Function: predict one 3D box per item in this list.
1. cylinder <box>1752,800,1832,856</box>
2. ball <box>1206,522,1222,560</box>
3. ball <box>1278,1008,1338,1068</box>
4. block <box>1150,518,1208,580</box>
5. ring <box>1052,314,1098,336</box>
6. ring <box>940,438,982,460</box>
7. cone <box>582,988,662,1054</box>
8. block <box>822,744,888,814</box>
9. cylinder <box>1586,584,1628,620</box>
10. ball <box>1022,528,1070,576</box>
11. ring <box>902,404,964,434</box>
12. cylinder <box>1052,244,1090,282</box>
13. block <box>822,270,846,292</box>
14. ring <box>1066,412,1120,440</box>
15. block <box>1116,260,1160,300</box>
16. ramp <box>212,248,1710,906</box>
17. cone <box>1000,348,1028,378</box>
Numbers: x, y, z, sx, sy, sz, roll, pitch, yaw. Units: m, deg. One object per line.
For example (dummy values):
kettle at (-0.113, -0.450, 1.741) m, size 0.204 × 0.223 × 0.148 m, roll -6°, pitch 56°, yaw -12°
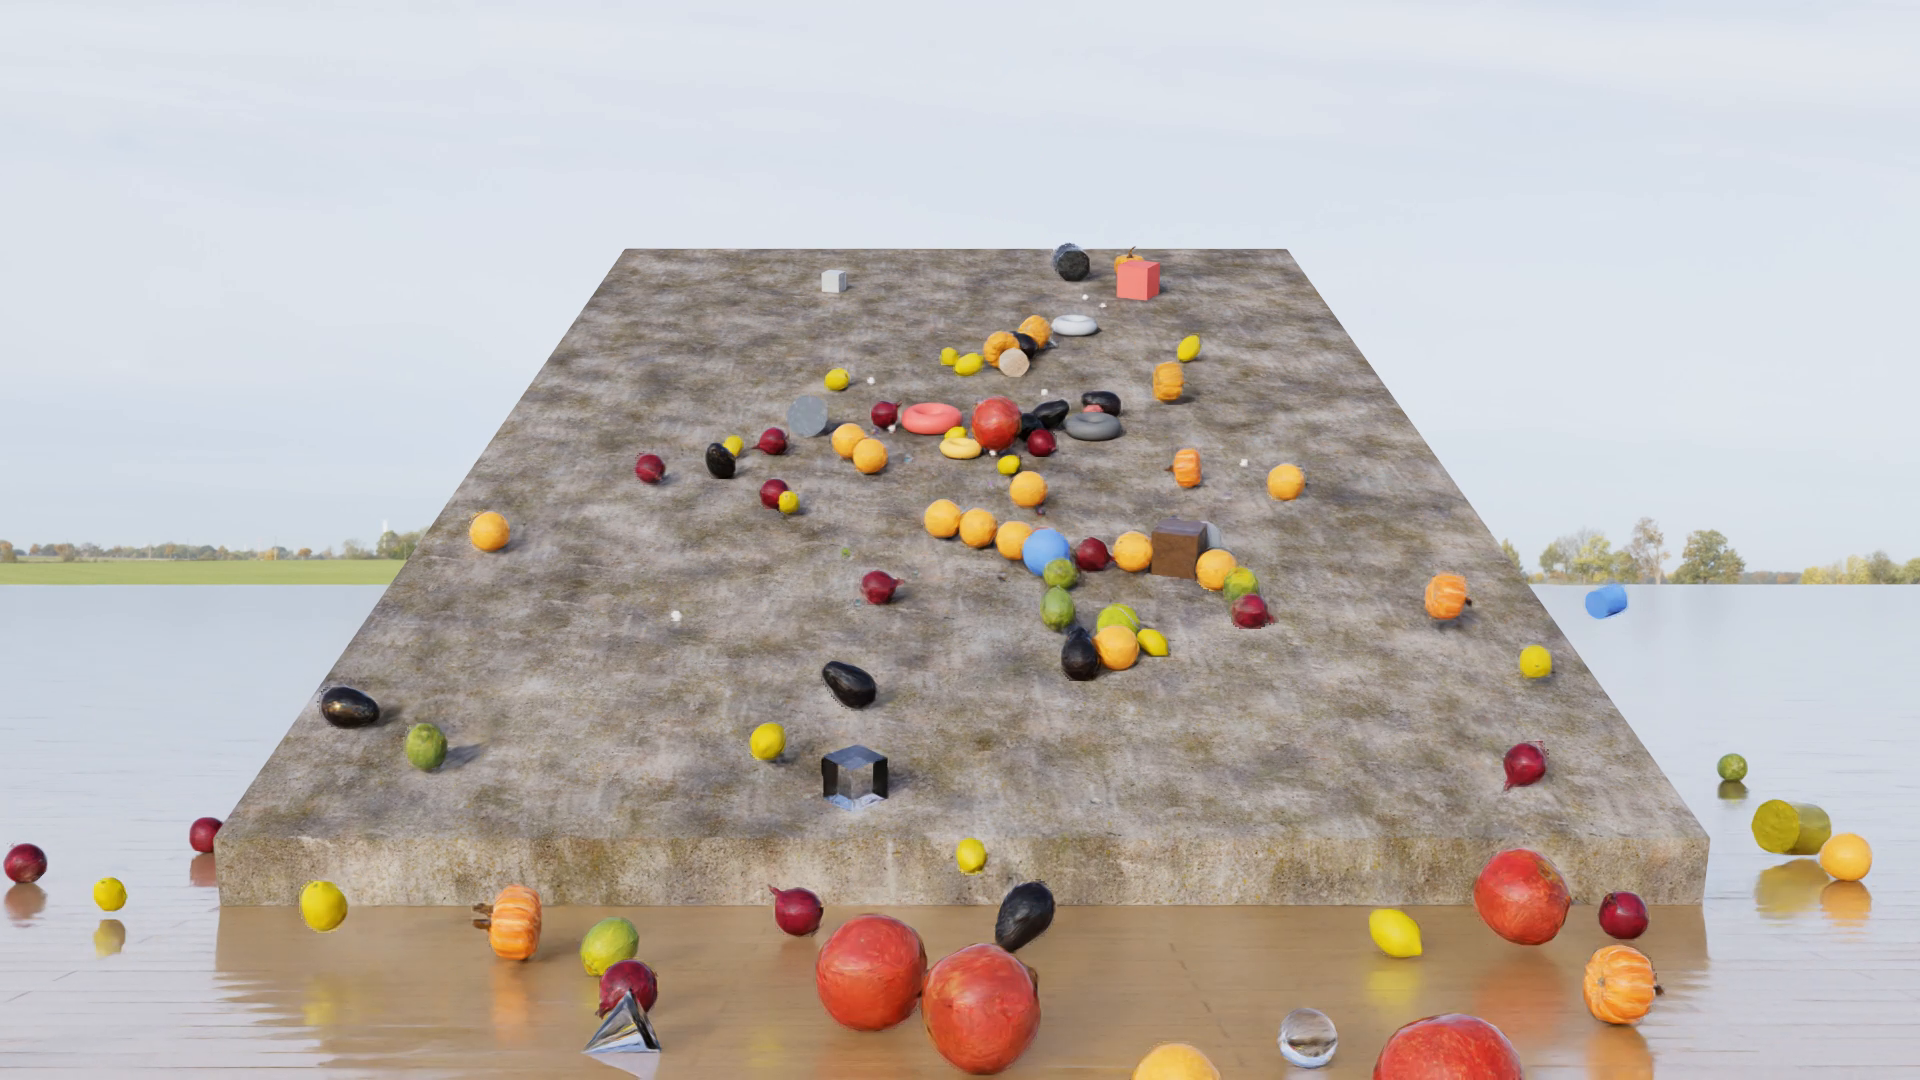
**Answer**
cylinder at (1.310, 0.453, 3.538) m, size 0.085 × 0.085 × 0.085 m, roll 9°, pitch -6°, yaw -35°
ball at (0.440, 0.001, 4.069) m, size 0.070 × 0.070 × 0.070 m, roll 0°, pitch -1°, yaw 0°
ball at (0.313, 0.449, 2.026) m, size 0.054 × 0.054 × 0.054 m, roll 0°, pitch -1°, yaw 0°
block at (0.391, 0.016, 4.007) m, size 0.081 × 0.081 × 0.081 m, roll 6°, pitch 20°, yaw 18°
ring at (0.293, -0.549, 5.747) m, size 0.116 × 0.039 × 0.116 m, roll 1°, pitch 18°, yaw 0°
ring at (0.002, -0.192, 4.702) m, size 0.088 × 0.029 × 0.088 m, roll 4°, pitch 18°, yaw -1°
cone at (-0.323, 0.463, 2.095) m, size 0.066 × 0.066 × 0.066 m, roll -27°, pitch 3°, yaw -8°
block at (-0.145, 0.329, 3.104) m, size 0.064 × 0.064 × 0.064 m, roll -16°, pitch 24°, yaw -39°
cylinder at (1.138, 0.108, 3.954) m, size 0.052 × 0.052 × 0.052 m, roll -16°, pitch 8°, yaw -32°
ball at (0.153, 0.022, 3.981) m, size 0.085 × 0.085 × 0.085 m, roll 0°, pitch -1°, yaw 0°
ring at (-0.060, -0.263, 4.890) m, size 0.135 × 0.045 × 0.135 m, roll 0°, pitch 20°, yaw 0°
cylinder at (0.315, -0.786, 6.363) m, size 0.094 × 0.094 × 0.094 m, roll 0°, pitch 19°, yaw -6°
block at (-0.349, -0.717, 6.221) m, size 0.051 × 0.051 × 0.051 m, roll 7°, pitch 20°, yaw 20°
ring at (0.286, -0.245, 4.845) m, size 0.120 × 0.040 × 0.120 m, roll -1°, pitch 20°, yaw 0°
block at (0.489, -0.713, 6.156) m, size 0.088 × 0.088 × 0.088 m, roll 9°, pitch 21°, yaw 25°
ramp at (-0.004, -0.194, 4.910) m, size 2.000 × 0.100 × 4.000 m, roll 0°, pitch 19°, yaw 0°
cone at (0.122, -0.414, 5.358) m, size 0.072 × 0.072 × 0.072 m, roll 0°, pitch -8°, yaw -10°
